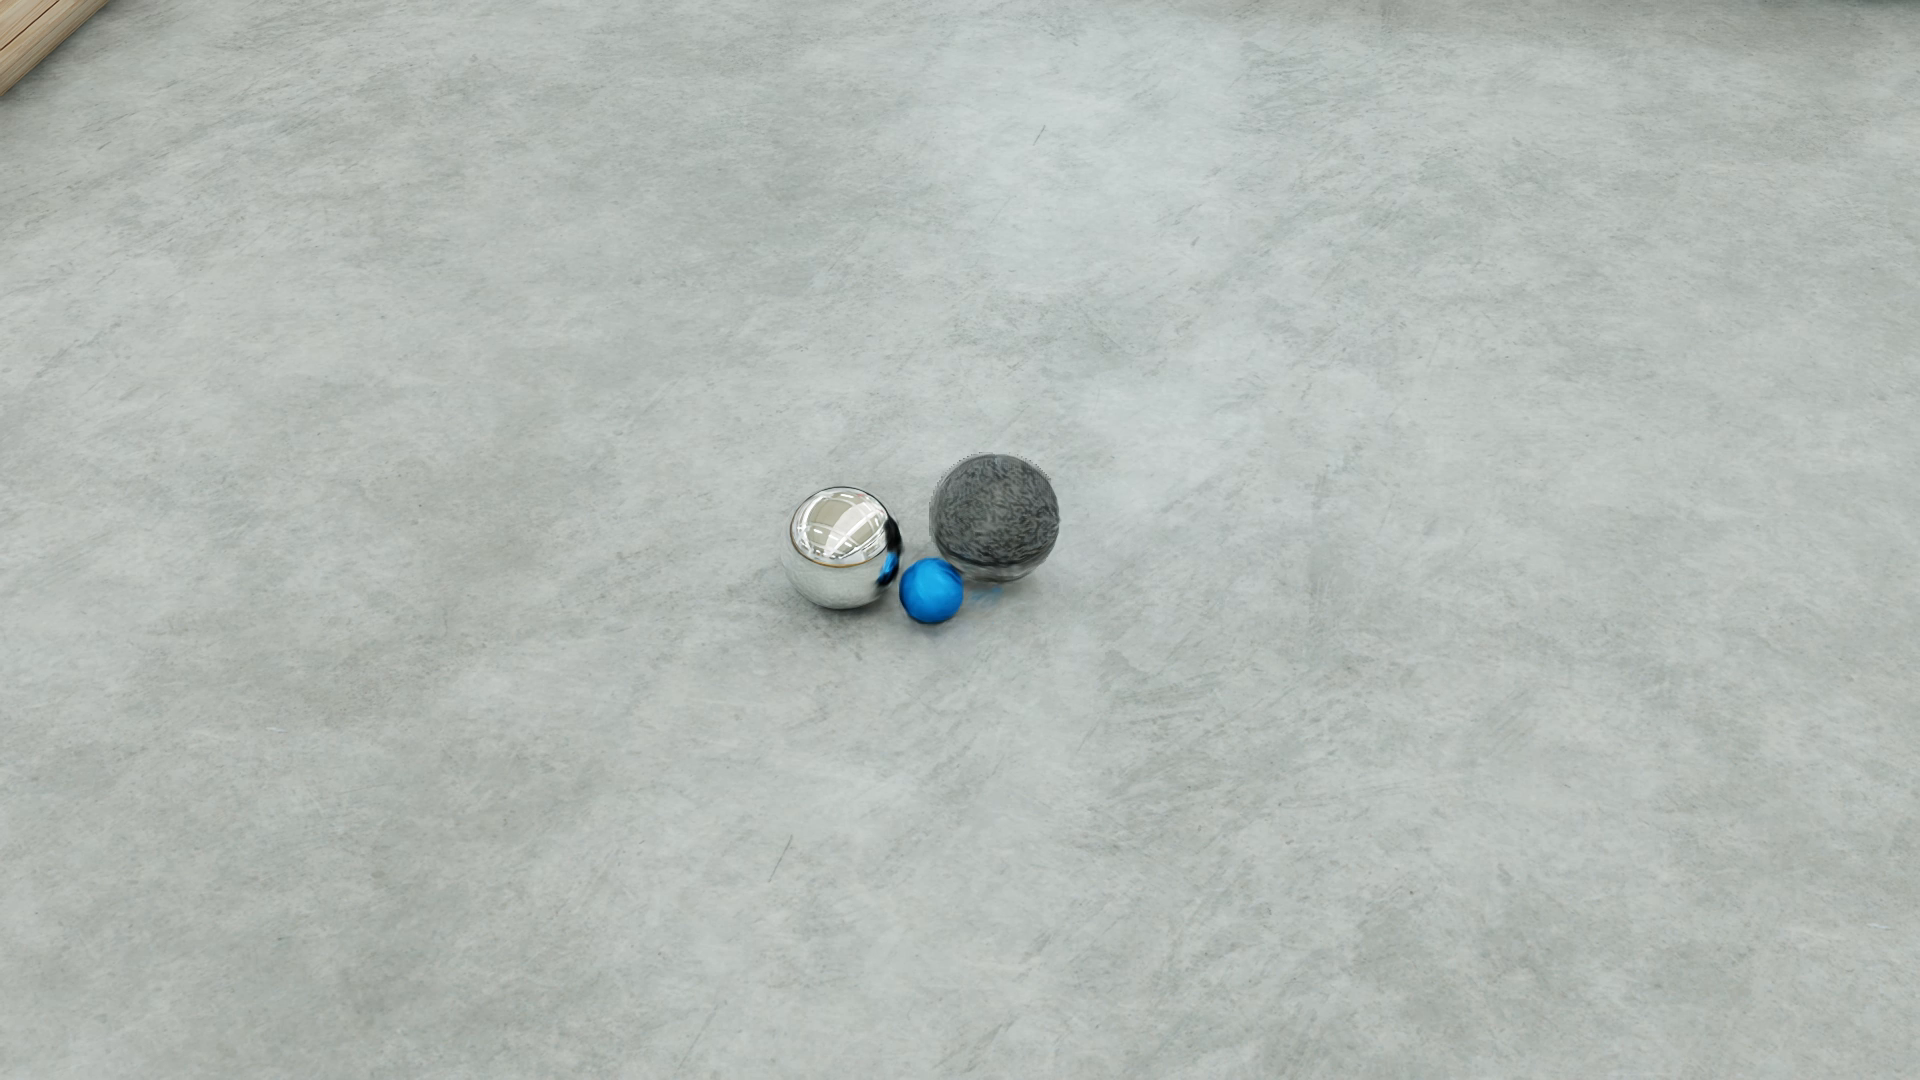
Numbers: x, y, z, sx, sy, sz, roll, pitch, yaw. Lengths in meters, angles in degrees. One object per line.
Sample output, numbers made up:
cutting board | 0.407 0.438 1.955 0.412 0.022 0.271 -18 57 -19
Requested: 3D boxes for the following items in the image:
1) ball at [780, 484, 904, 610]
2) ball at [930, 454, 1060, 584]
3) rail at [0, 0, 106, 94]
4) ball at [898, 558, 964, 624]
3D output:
ball | -0.081 0.005 1.752 0.085 0.085 0.085 0 35 0
ball | 0.024 -0.015 1.767 0.090 0.090 0.090 0 35 0
rail | -0.996 -0.128 1.912 0.045 0.116 2.335 6 36 9
ball | -0.019 0.035 1.745 0.045 0.045 0.045 0 35 0
